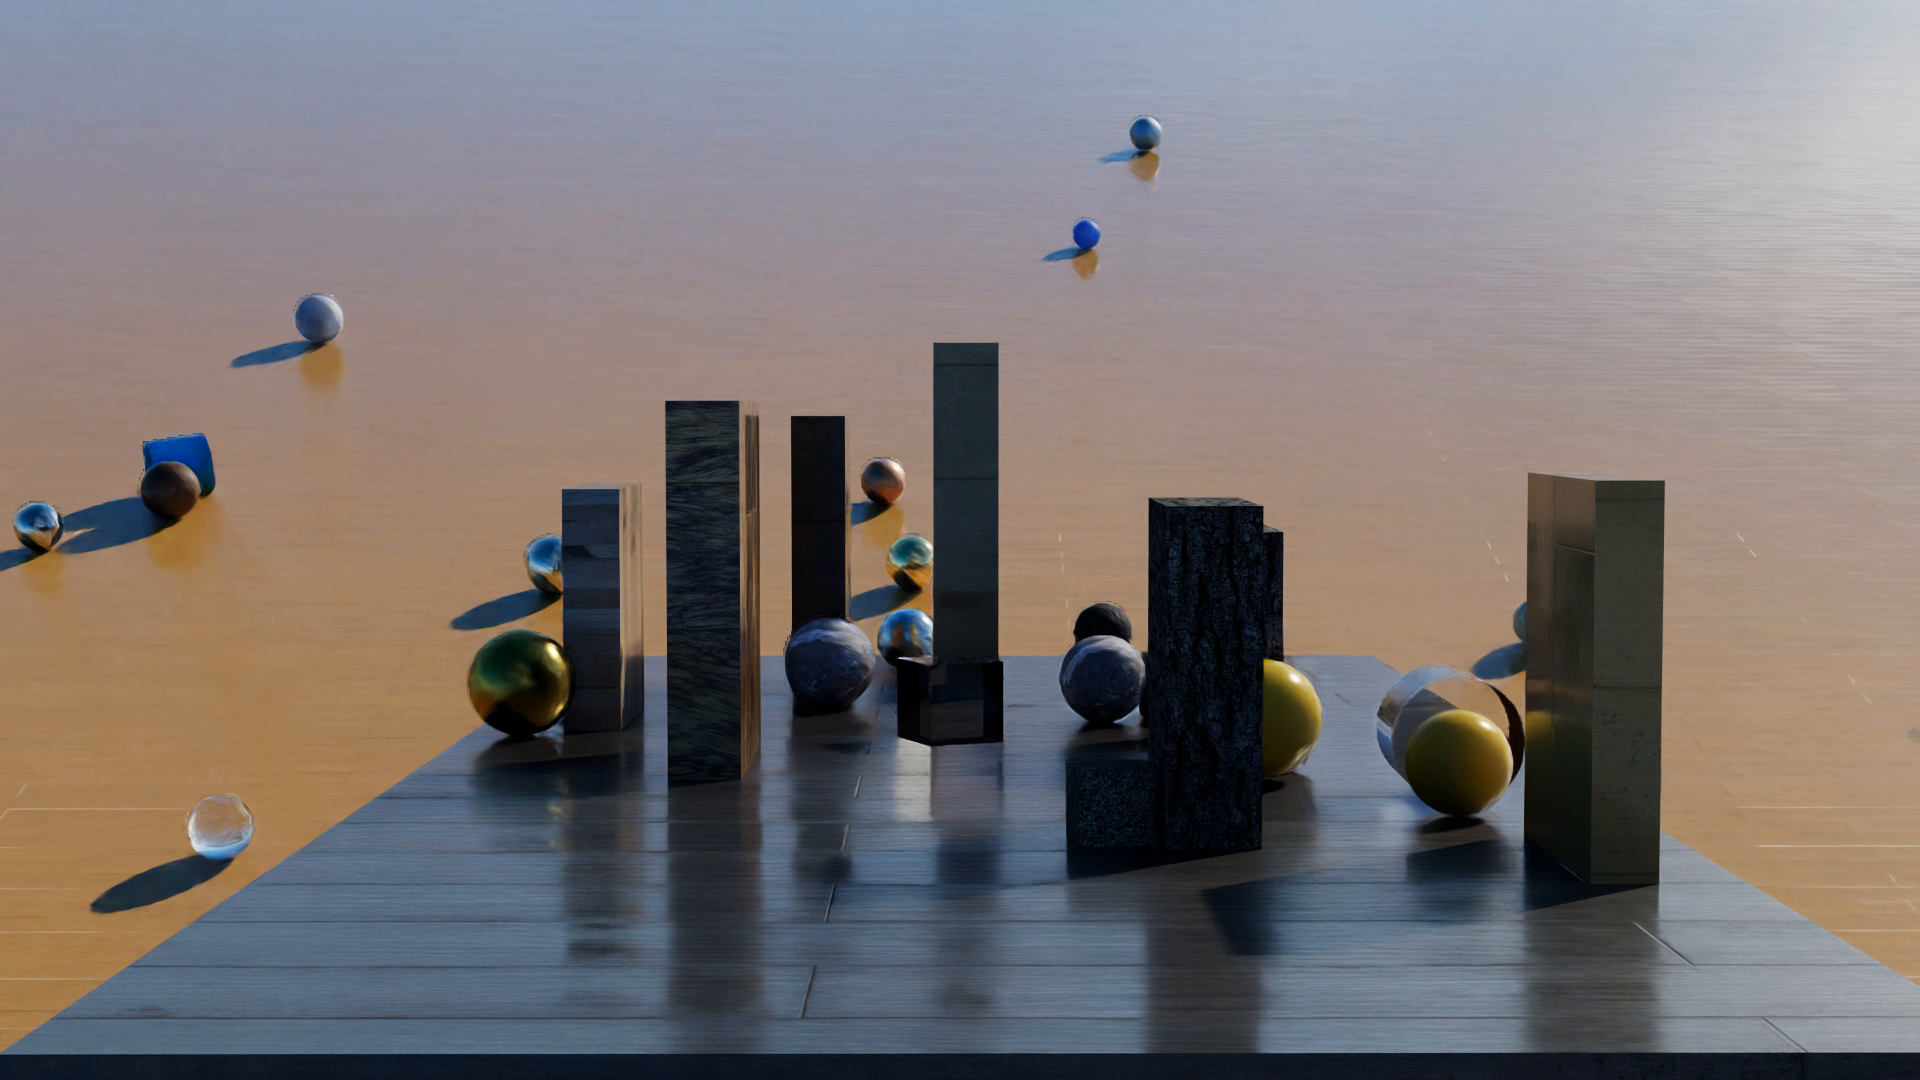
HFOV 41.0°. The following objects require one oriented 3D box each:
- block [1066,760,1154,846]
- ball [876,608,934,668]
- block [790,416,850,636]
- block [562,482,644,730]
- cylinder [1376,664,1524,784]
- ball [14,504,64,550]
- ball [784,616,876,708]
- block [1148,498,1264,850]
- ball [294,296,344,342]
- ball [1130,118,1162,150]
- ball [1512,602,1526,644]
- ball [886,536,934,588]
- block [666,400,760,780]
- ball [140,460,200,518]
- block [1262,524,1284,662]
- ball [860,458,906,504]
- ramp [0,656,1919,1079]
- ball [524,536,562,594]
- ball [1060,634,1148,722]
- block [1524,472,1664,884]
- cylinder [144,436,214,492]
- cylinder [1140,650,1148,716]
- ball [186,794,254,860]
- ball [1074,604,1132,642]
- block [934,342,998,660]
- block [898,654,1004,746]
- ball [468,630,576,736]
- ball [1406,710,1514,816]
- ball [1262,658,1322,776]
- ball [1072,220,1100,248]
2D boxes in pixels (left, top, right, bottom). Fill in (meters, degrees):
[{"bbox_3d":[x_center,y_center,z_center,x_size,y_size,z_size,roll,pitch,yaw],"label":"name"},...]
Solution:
[{"bbox_3d":[0.219,0.385,3.767,0.109,0.109,0.109,0,3,-7],"label":"block"},{"bbox_3d":[-0.124,0.238,6.158,0.149,0.149,0.149,0,21,0],"label":"ball"},{"bbox_3d":[-0.315,0.023,5.862,0.120,0.612,0.290,0,3,0],"label":"block"},{"bbox_3d":[-0.721,0.127,5.213,0.112,0.473,0.380,0,3,0],"label":"block"},{"bbox_3d":[0.793,0.315,4.167,0.207,0.207,0.207,1,3,1],"label":"cylinder"},{"bbox_3d":[-2.668,-0.038,7.445,0.137,0.137,0.137,0,21,0],"label":"ball"},{"bbox_3d":[-0.274,0.257,5.405,0.191,0.191,0.191,0,21,0],"label":"ball"},{"bbox_3d":[0.363,0.189,3.841,0.139,0.493,0.332,0,3,0],"label":"block"},{"bbox_3d":[-2.331,-0.803,9.352,0.173,0.173,0.173,0,21,0],"label":"ball"},{"bbox_3d":[0.889,-1.941,12.282,0.155,0.155,0.155,0,21,0],"label":"ball"},{"bbox_3d":[1.528,0.219,6.801,0.129,0.129,0.129,0,21,0],"label":"ball"},{"bbox_3d":[-0.133,0.062,7.175,0.148,0.148,0.148,0,21,0],"label":"ball"},{"bbox_3d":[-0.436,0.075,4.577,0.125,0.644,0.443,0,3,0],"label":"block"},{"bbox_3d":[-2.359,-0.150,7.682,0.173,0.173,0.173,0,21,0],"label":"ball"},{"bbox_3d":[0.502,0.181,4.775,0.145,0.411,0.393,0,3,0],"label":"block"},{"bbox_3d":[-0.232,-0.178,7.801,0.138,0.138,0.138,0,21,0],"label":"ball"},{"bbox_3d":[0.050,0.449,4.532,2.000,0.100,4.000,0,3,0],"label":"ramp"},{"bbox_3d":[-1.130,0.069,7.142,0.159,0.159,0.159,0,21,0],"label":"ball"},{"bbox_3d":[0.288,0.277,5.162,0.176,0.176,0.176,0,21,0],"label":"ball"},{"bbox_3d":[0.884,0.179,3.607,0.092,0.537,0.401,0,3,0],"label":"block"},{"bbox_3d":[-2.389,-0.223,7.866,0.172,0.172,0.172,-11,24,-25],"label":"cylinder"},{"bbox_3d":[0.431,0.293,5.223,0.130,0.130,0.130,1,-1,0],"label":"cylinder"},{"bbox_3d":[-1.641,0.638,5.705,0.147,0.147,0.147,0,21,0],"label":"ball"},{"bbox_3d":[0.355,0.229,6.388,0.143,0.143,0.143,0,21,0],"label":"ball"},{"bbox_3d":[0.013,-0.053,5.767,0.143,0.772,0.246,0,3,0],"label":"block"},{"bbox_3d":[-0.018,0.304,4.894,0.152,0.152,0.152,-1,3,-25],"label":"block"},{"bbox_3d":[-0.844,0.275,4.954,0.205,0.205,0.205,0,21,0],"label":"ball"},{"bbox_3d":[0.773,0.346,3.983,0.164,0.164,0.164,0,21,0],"label":"ball"},{"bbox_3d":[0.513,0.301,4.344,0.199,0.199,0.199,0,21,0],"label":"ball"},{"bbox_3d":[0.522,-1.260,10.595,0.117,0.117,0.117,0,21,0],"label":"ball"}]
